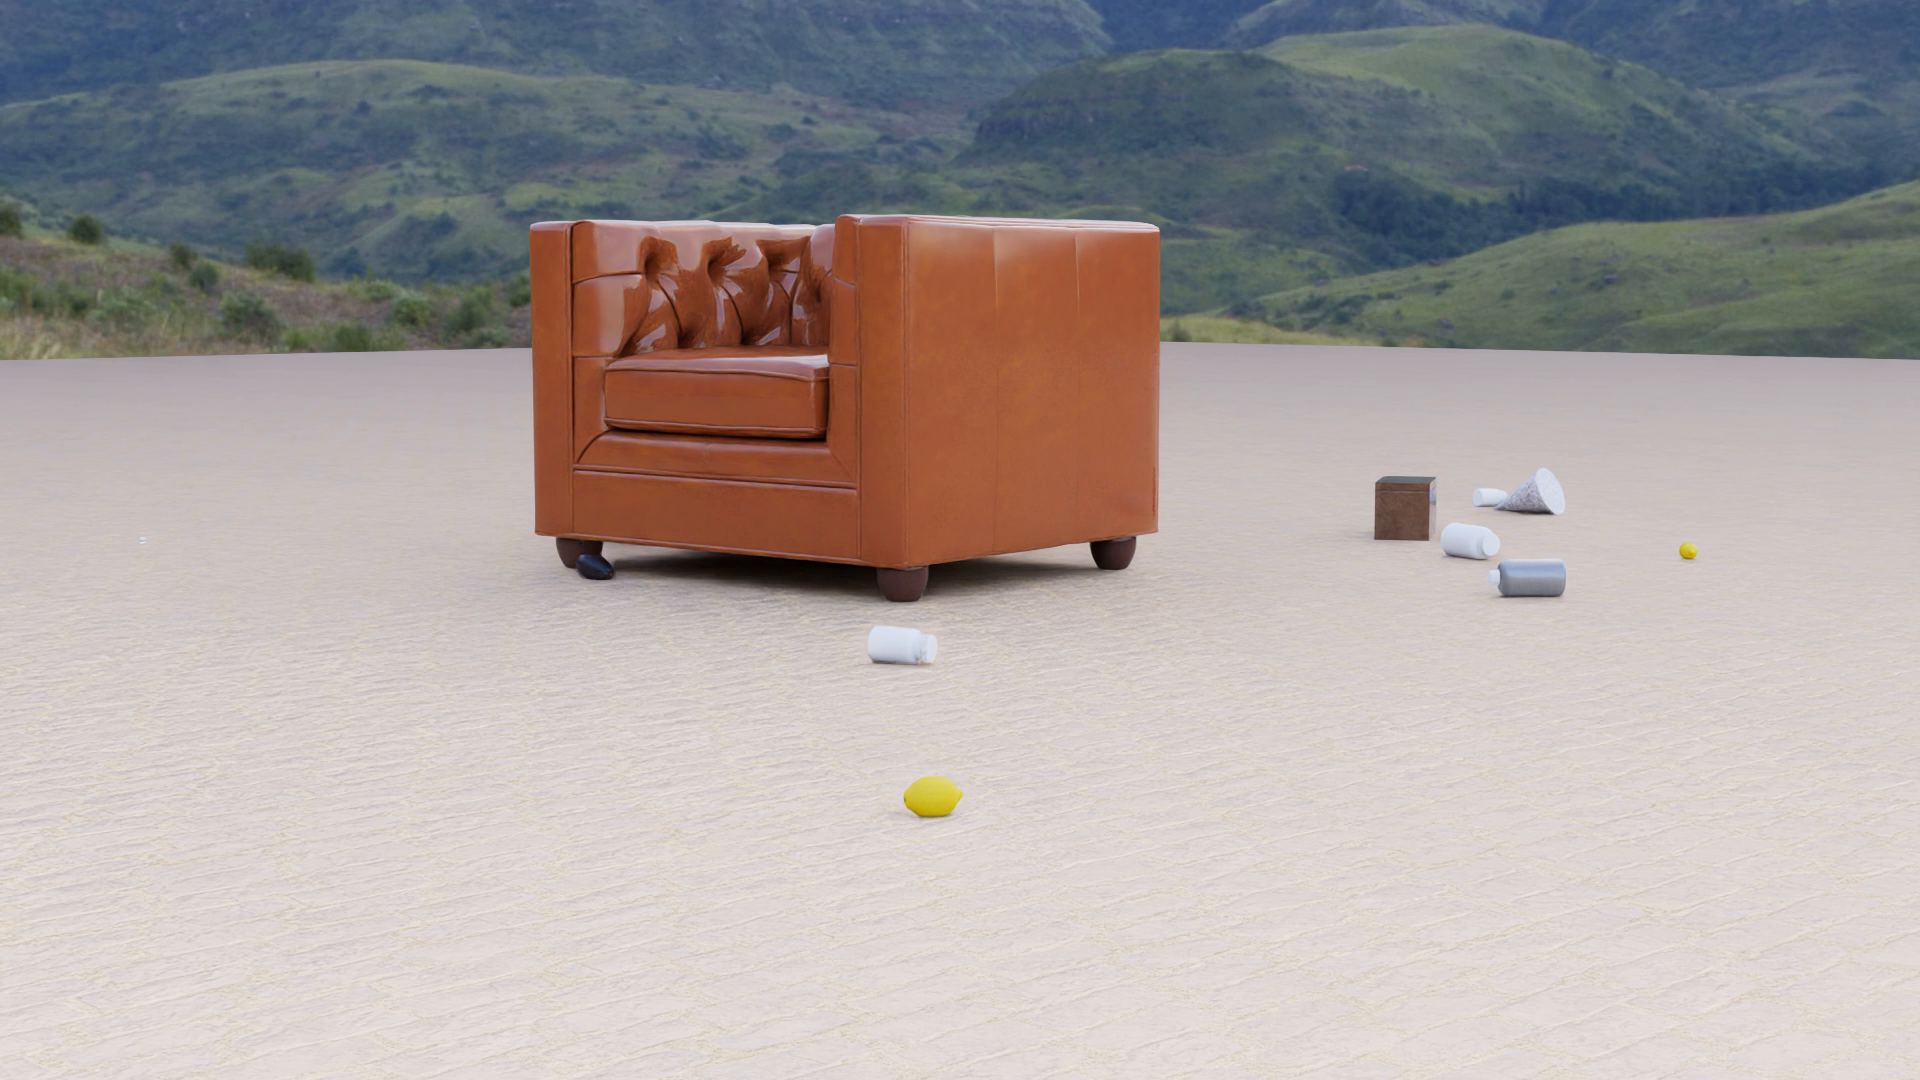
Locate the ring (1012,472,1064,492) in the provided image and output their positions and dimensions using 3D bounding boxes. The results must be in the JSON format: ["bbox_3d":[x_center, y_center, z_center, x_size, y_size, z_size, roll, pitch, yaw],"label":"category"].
[{"bbox_3d":[0.241,-0.178,7.898,0.161,0.050,0.283,-2,7,-6],"label":"ring"}]

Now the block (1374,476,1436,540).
[{"bbox_3d":[1.131,-0.081,6.503,0.135,0.143,0.218,2,6,15],"label":"block"}]

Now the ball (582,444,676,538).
[{"bbox_3d":[-0.834,-0.125,6.478,0.234,0.234,0.234,0,6,0],"label":"ball"}]

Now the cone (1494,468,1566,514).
[{"bbox_3d":[1.571,-0.111,7.174,0.201,0.140,0.104,-21,14,47],"label":"cone"}]
